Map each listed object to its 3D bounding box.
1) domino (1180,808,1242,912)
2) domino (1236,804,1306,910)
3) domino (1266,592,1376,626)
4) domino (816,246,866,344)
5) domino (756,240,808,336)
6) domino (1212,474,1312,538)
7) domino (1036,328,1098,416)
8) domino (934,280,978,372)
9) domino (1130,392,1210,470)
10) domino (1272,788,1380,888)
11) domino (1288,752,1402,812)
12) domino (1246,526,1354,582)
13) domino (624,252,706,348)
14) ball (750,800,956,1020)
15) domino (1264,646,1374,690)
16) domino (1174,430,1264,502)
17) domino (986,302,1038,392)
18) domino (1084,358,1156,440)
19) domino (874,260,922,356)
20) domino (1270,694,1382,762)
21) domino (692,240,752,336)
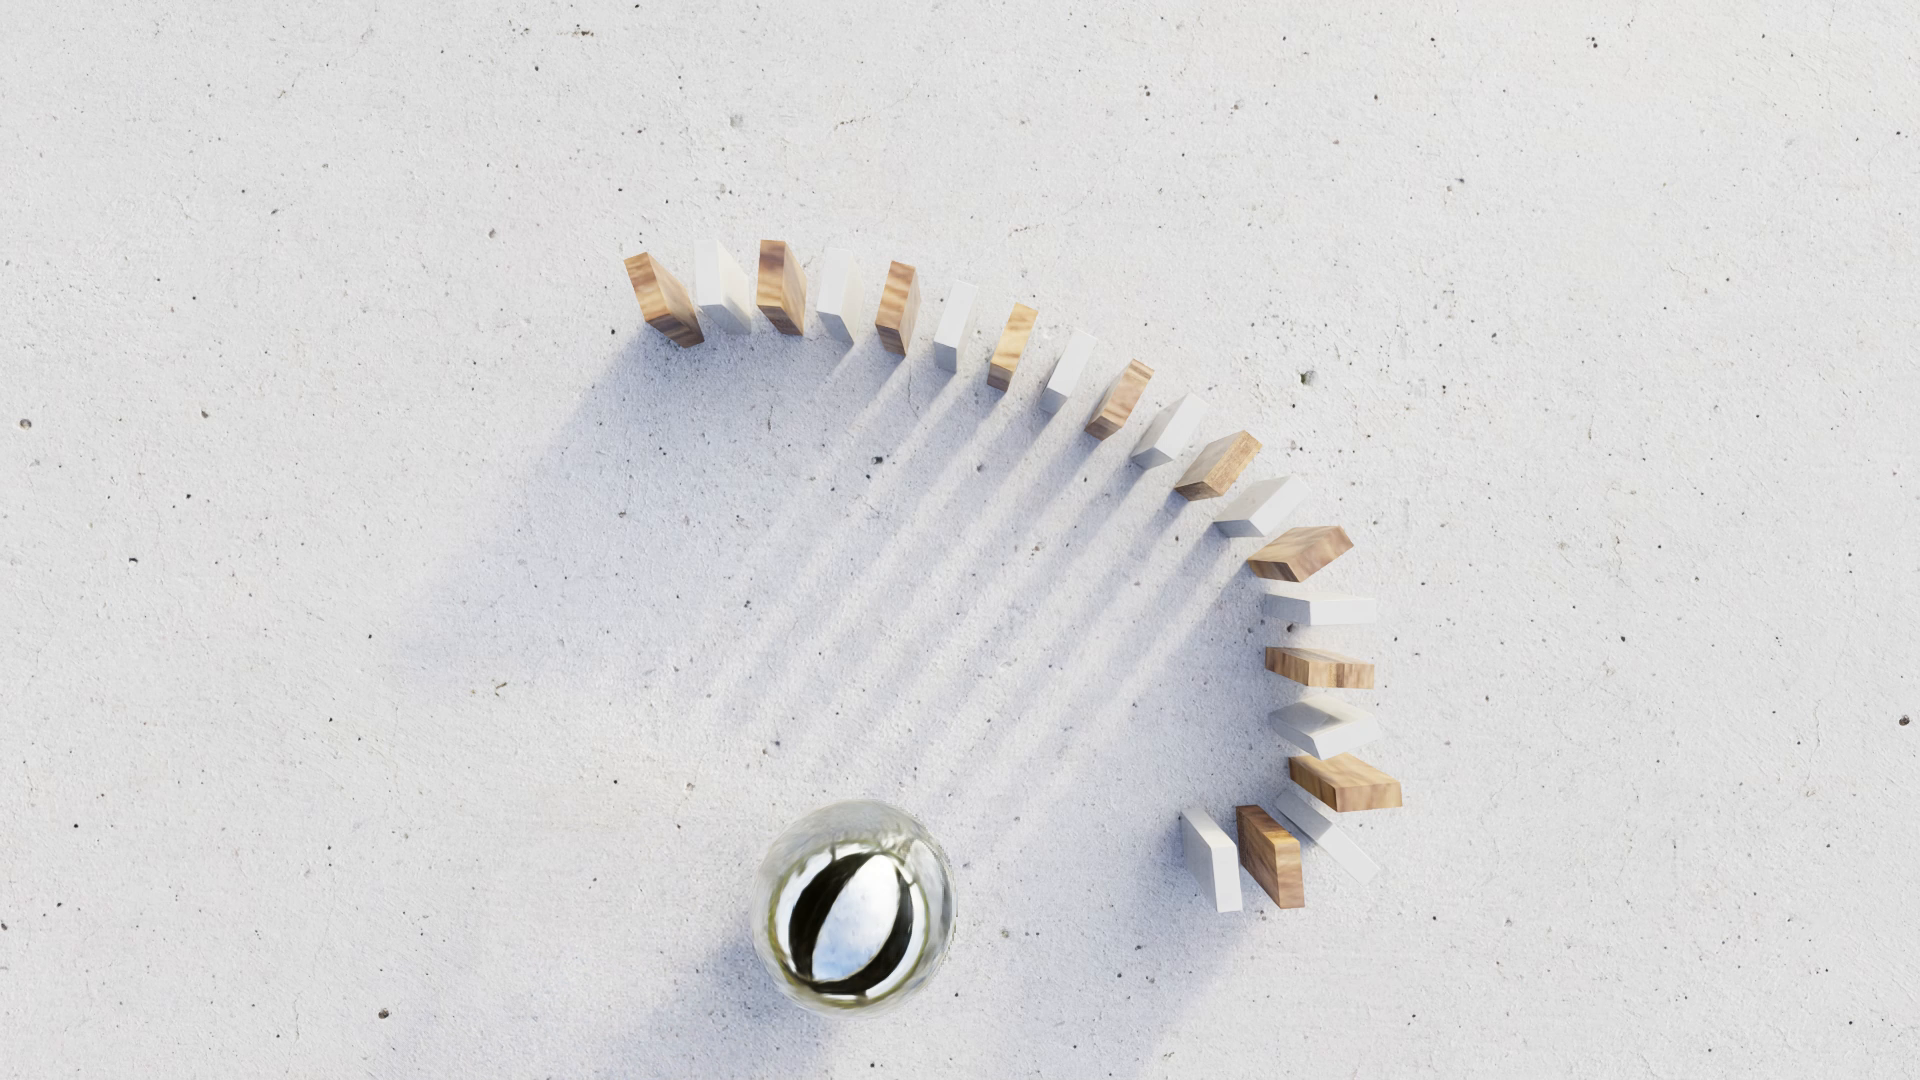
[{"bbox_3d":[0.102,0.130,0.375,0.010,0.050,0.025,-6,90,0],"label":"domino"},{"bbox_3d":[0.126,0.128,0.375,0.010,0.050,0.025,-5,90,0],"label":"domino"},{"bbox_3d":[0.146,0.028,0.375,0.025,0.050,0.009,-2,90,0],"label":"domino"},{"bbox_3d":[-0.048,-0.099,0.375,0.009,0.050,0.025,10,90,0],"label":"domino"},{"bbox_3d":[-0.072,-0.102,0.375,0.010,0.050,0.025,4,90,0],"label":"domino"},{"bbox_3d":[0.122,-0.013,0.375,0.025,0.050,0.010,-44,90,0],"label":"domino"},{"bbox_3d":[0.043,-0.068,0.375,0.009,0.050,0.025,26,90,0],"label":"domino"},{"bbox_3d":[-0.002,-0.086,0.375,0.009,0.050,0.025,19,90,0],"label":"domino"},{"bbox_3d":[0.085,-0.044,0.375,0.009,0.050,0.025,33,90,0],"label":"domino"},{"bbox_3d":[0.148,0.121,0.375,0.025,0.050,0.010,44,90,0],"label":"domino"},{"bbox_3d":[0.156,0.098,0.375,0.025,0.050,0.010,-6,90,0],"label":"domino"},{"bbox_3d":[0.138,0.005,0.375,0.025,0.050,0.009,-34,90,0],"label":"domino"},{"bbox_3d":[-0.120,-0.097,0.375,0.010,0.050,0.025,-20,90,0],"label":"domino"},{"bbox_3d":[-0.041,0.144,0.360,0.080,0.080,0.080,0,90,0],"label":"ball"},{"bbox_3d":[0.146,0.052,0.375,0.025,0.050,0.010,3,90,0],"label":"domino"},{"bbox_3d":[0.104,-0.029,0.375,0.009,0.050,0.025,38,90,0],"label":"domino"},{"bbox_3d":[0.021,-0.078,0.375,0.009,0.050,0.025,23,90,0],"label":"domino"},{"bbox_3d":[0.064,-0.056,0.375,0.009,0.050,0.025,30,90,0],"label":"domino"},{"bbox_3d":[-0.025,-0.094,0.375,0.010,0.050,0.025,15,90,0],"label":"domino"},{"bbox_3d":[0.148,0.076,0.375,0.025,0.050,0.010,-21,90,0],"label":"domino"},{"bbox_3d":[-0.096,-0.102,0.375,0.010,0.050,0.025,-4,90,0],"label":"domino"}]
